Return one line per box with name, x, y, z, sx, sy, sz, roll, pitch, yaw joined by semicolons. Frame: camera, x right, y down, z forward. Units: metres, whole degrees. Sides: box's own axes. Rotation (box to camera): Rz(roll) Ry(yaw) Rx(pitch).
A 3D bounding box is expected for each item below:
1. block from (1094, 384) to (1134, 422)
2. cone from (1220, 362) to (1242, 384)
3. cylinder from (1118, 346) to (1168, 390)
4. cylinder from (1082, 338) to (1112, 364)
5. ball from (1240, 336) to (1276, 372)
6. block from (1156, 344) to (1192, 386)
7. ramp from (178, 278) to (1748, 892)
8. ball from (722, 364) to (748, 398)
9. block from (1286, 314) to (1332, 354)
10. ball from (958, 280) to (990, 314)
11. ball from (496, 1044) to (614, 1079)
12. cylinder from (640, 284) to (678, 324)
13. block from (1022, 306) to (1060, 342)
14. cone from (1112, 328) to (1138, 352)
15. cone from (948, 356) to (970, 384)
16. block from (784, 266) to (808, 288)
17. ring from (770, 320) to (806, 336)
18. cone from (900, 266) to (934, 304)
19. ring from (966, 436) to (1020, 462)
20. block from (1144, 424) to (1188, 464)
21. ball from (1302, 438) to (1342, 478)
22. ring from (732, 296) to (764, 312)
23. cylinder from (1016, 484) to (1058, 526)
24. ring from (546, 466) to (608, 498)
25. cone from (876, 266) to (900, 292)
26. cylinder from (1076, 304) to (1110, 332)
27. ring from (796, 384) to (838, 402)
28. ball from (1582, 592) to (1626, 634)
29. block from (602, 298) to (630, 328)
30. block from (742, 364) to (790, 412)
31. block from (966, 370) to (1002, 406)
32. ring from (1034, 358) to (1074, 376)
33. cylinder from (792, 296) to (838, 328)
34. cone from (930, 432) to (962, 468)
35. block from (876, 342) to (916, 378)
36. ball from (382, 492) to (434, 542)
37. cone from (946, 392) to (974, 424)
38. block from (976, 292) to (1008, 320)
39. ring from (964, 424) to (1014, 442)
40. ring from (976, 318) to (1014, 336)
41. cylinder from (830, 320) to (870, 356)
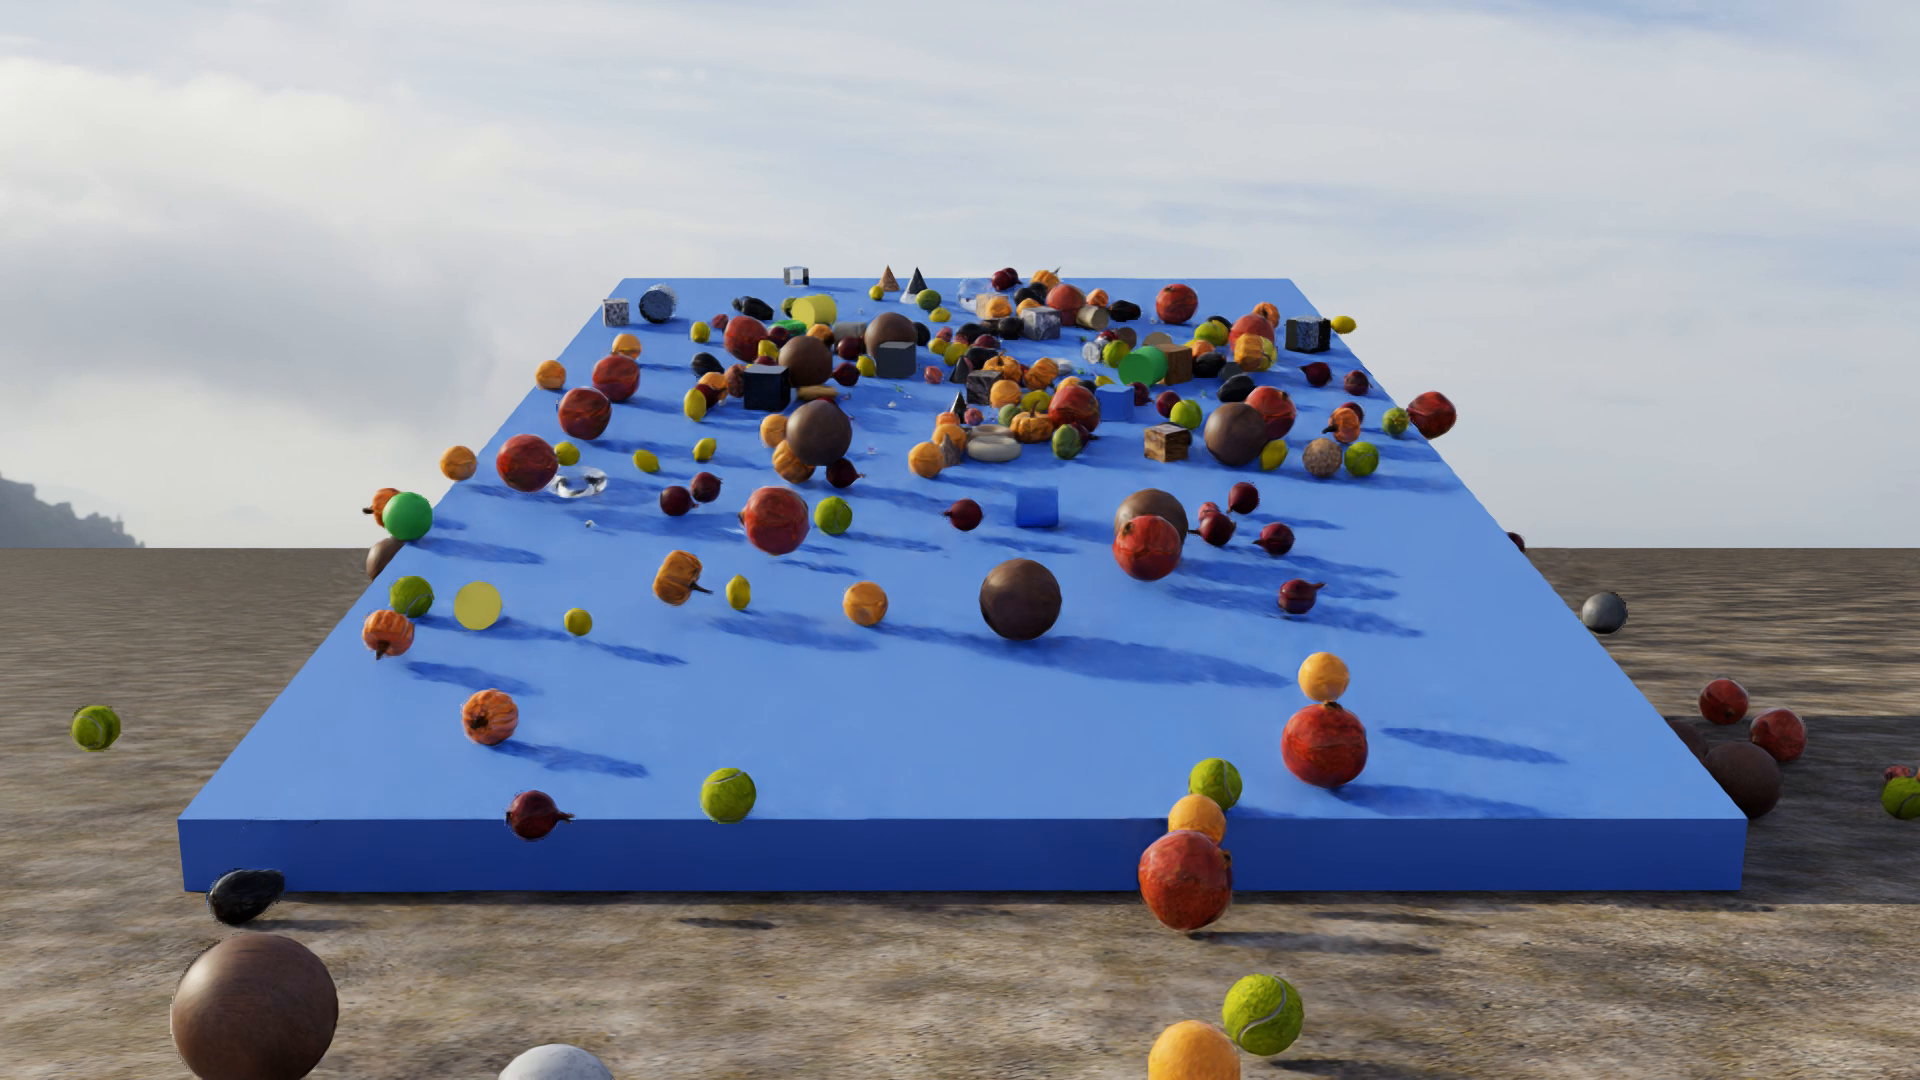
block;0.343;-0.305;4.924;0.066;0.066;0.066;8;18;26
cone;0.646;-0.395;5.296;0.052;0.052;0.052;0;-8;3
cylinder;0.431;-0.404;5.212;0.091;0.091;0.091;0;15;27
cylinder;0.340;-0.467;5.488;0.054;0.054;0.054;0;13;41
ball;0.723;-0.450;5.373;0.087;0.087;0.087;0;0;0
block;0.498;-0.419;5.283;0.080;0.080;0.080;-15;22;-42
ramp;-0.002;-0.168;4.751;2.000;0.100;4.000;0;17;0
ball;-0.510;-0.367;5.107;0.075;0.075;0.075;0;0;0
block;0.885;-0.522;5.630;0.080;0.080;0.080;-15;22;-41
ball;0.039;-0.671;6.108;0.092;0.092;0.092;0;0;0
ball;-0.286;0.404;1.565;0.093;0.093;0.093;0;0;0
cylinder;-0.815;-0.640;5.998;0.092;0.092;0.092;0;17;2
block;0.210;-0.565;5.782;0.074;0.074;0.074;-9;19;-27
cone;0.428;-0.503;5.654;0.064;0.064;0.064;0;-11;17
cone;0.005;-0.412;5.282;0.065;0.065;0.065;0;17;0
block;-0.482;-0.775;6.520;0.053;0.053;0.053;-13;21;-36
ring;-0.451;-0.558;5.832;0.094;0.031;0.094;0;15;0
cone;-0.122;-0.729;6.285;0.100;0.100;0.100;0;17;0
ring;0.070;-0.189;4.582;0.113;0.038;0.113;1;17;0
block;0.426;-0.199;4.574;0.062;0.062;0.062;-12;20;-35
ball;0.725;-0.165;4.430;0.079;0.079;0.079;0;0;0
ring;-0.591;-0.657;6.168;0.087;0.029;0.087;1;17;0
cylinder;0.142;-0.065;4.094;0.077;0.077;0.077;1;0;2
ring;-0.749;-0.114;4.323;0.119;0.040;0.119;0;18;0
cone;-0.210;-0.766;6.456;0.074;0.074;0.074;0;17;0
cylinder;0.353;-0.590;5.887;0.063;0.063;0.063;0;14;-36
ring;-0.328;-0.336;5.083;0.095;0.032;0.095;0;11;0
ball;1.035;0.118;3.561;0.068;0.068;0.068;0;0;0
block;-0.924;-0.611;5.949;0.064;0.064;0.064;-4;17;-13
block;-0.438;-0.345;5.017;0.086;0.086;0.086;3;17;8
block;0.057;-0.348;5.065;0.067;0.067;0.067;5;17;16
ring;0.227;-0.418;5.363;0.097;0.032;0.097;1;17;0
cylinder;-0.388;-0.607;5.899;0.087;0.087;0.087;0;6;41
cone;-0.027;-0.189;4.534;0.065;0.065;0.065;0;17;0
block;-0.154;-0.435;5.343;0.073;0.073;0.073;6;18;19
ball;-0.996;-0.043;3.996;0.089;0.089;0.089;0;0;0
cone;-0.001;-0.297;4.897;0.065;0.065;0.065;0;17;0
block;0.087;-0.640;6.054;0.062;0.062;0.062;-9;19;-28
ring;0.063;-0.218;4.685;0.107;0.036;0.107;1;16;0
ring;0.092;-0.560;5.834;0.104;0.035;0.104;0;15;0
cylinder;-0.276;-0.508;5.574;0.081;0.081;0.081;-14;2;-10
